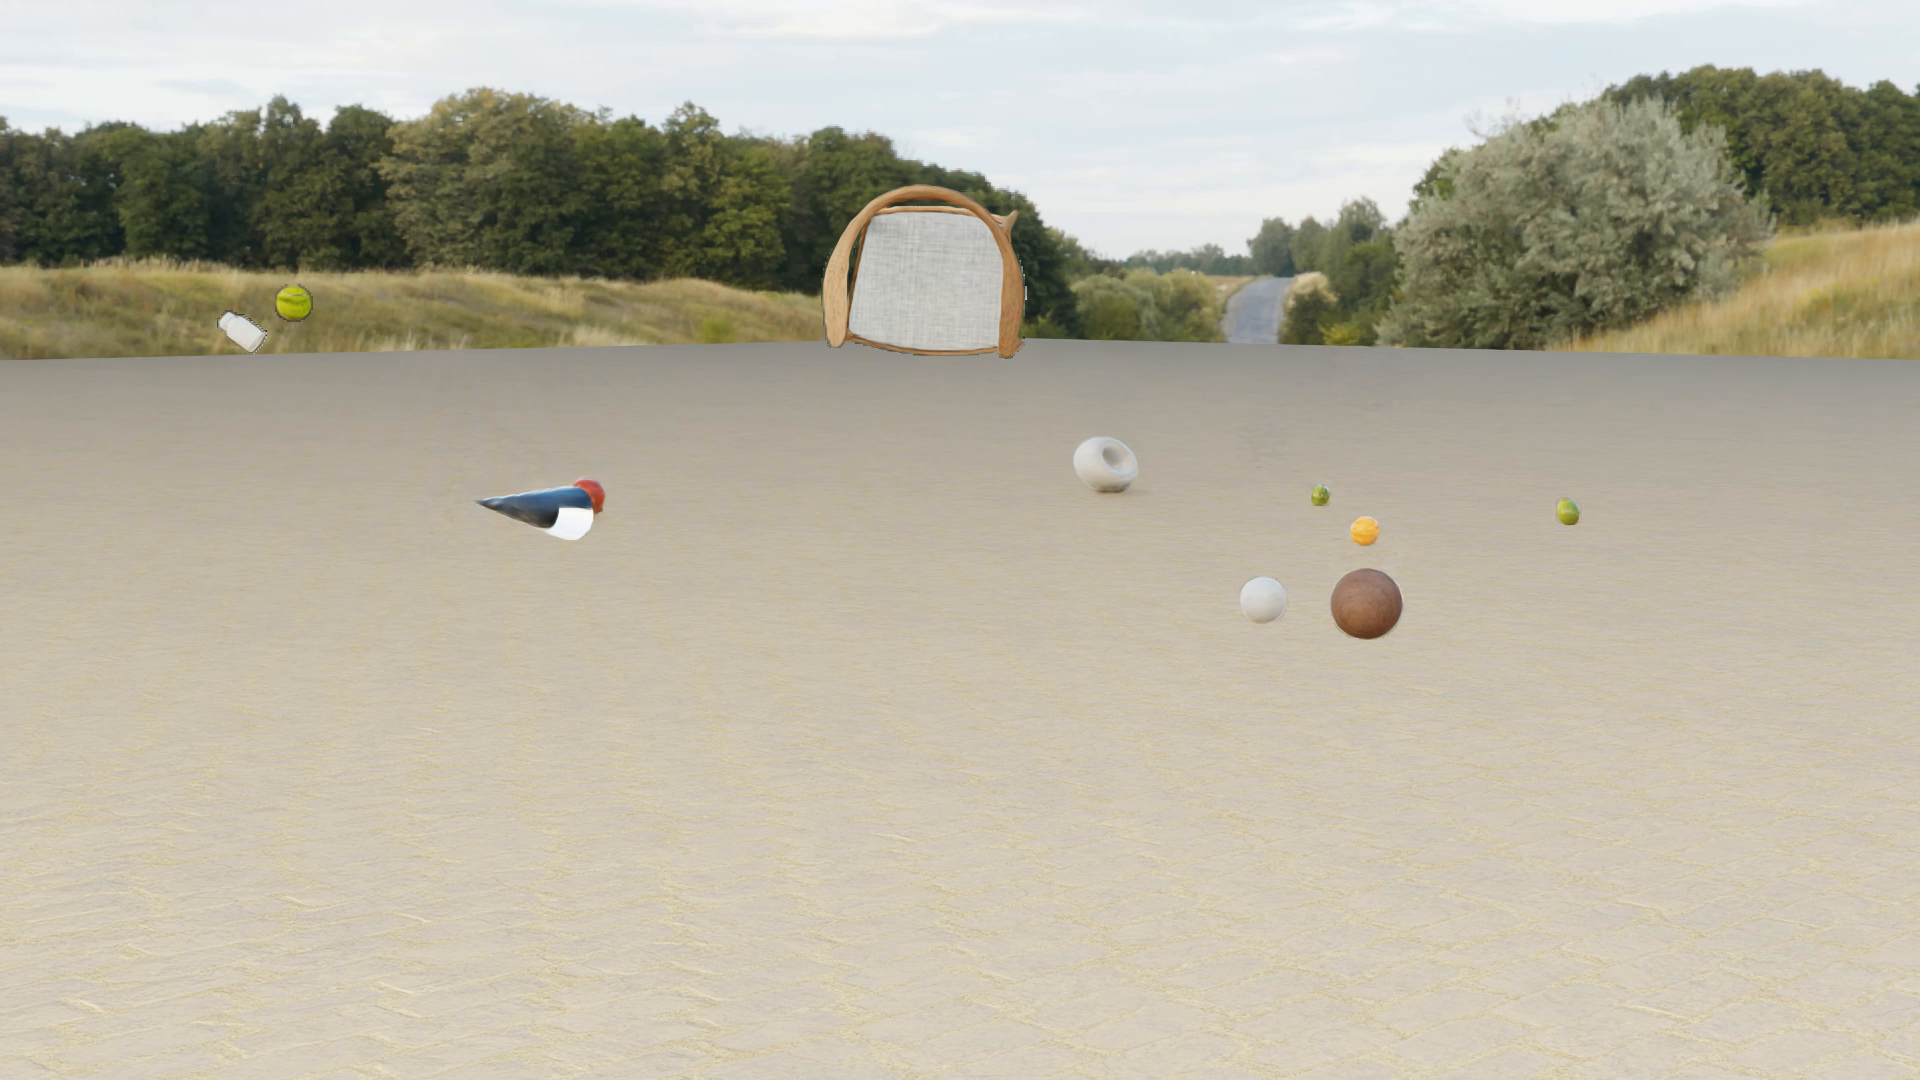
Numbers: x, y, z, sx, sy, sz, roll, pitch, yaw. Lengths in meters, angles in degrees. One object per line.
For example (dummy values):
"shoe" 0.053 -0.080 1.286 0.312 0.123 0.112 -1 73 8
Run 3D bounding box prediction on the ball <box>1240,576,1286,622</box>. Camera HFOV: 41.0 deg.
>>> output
"ball" 0.576 0.114 4.879 0.088 0.088 0.088 0 6 0

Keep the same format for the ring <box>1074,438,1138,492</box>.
"ring" 0.445 -0.228 7.829 0.226 0.170 0.101 12 -30 -39

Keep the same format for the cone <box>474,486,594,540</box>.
"cone" -1.069 -0.080 6.252 0.162 0.138 0.345 8 0 34
